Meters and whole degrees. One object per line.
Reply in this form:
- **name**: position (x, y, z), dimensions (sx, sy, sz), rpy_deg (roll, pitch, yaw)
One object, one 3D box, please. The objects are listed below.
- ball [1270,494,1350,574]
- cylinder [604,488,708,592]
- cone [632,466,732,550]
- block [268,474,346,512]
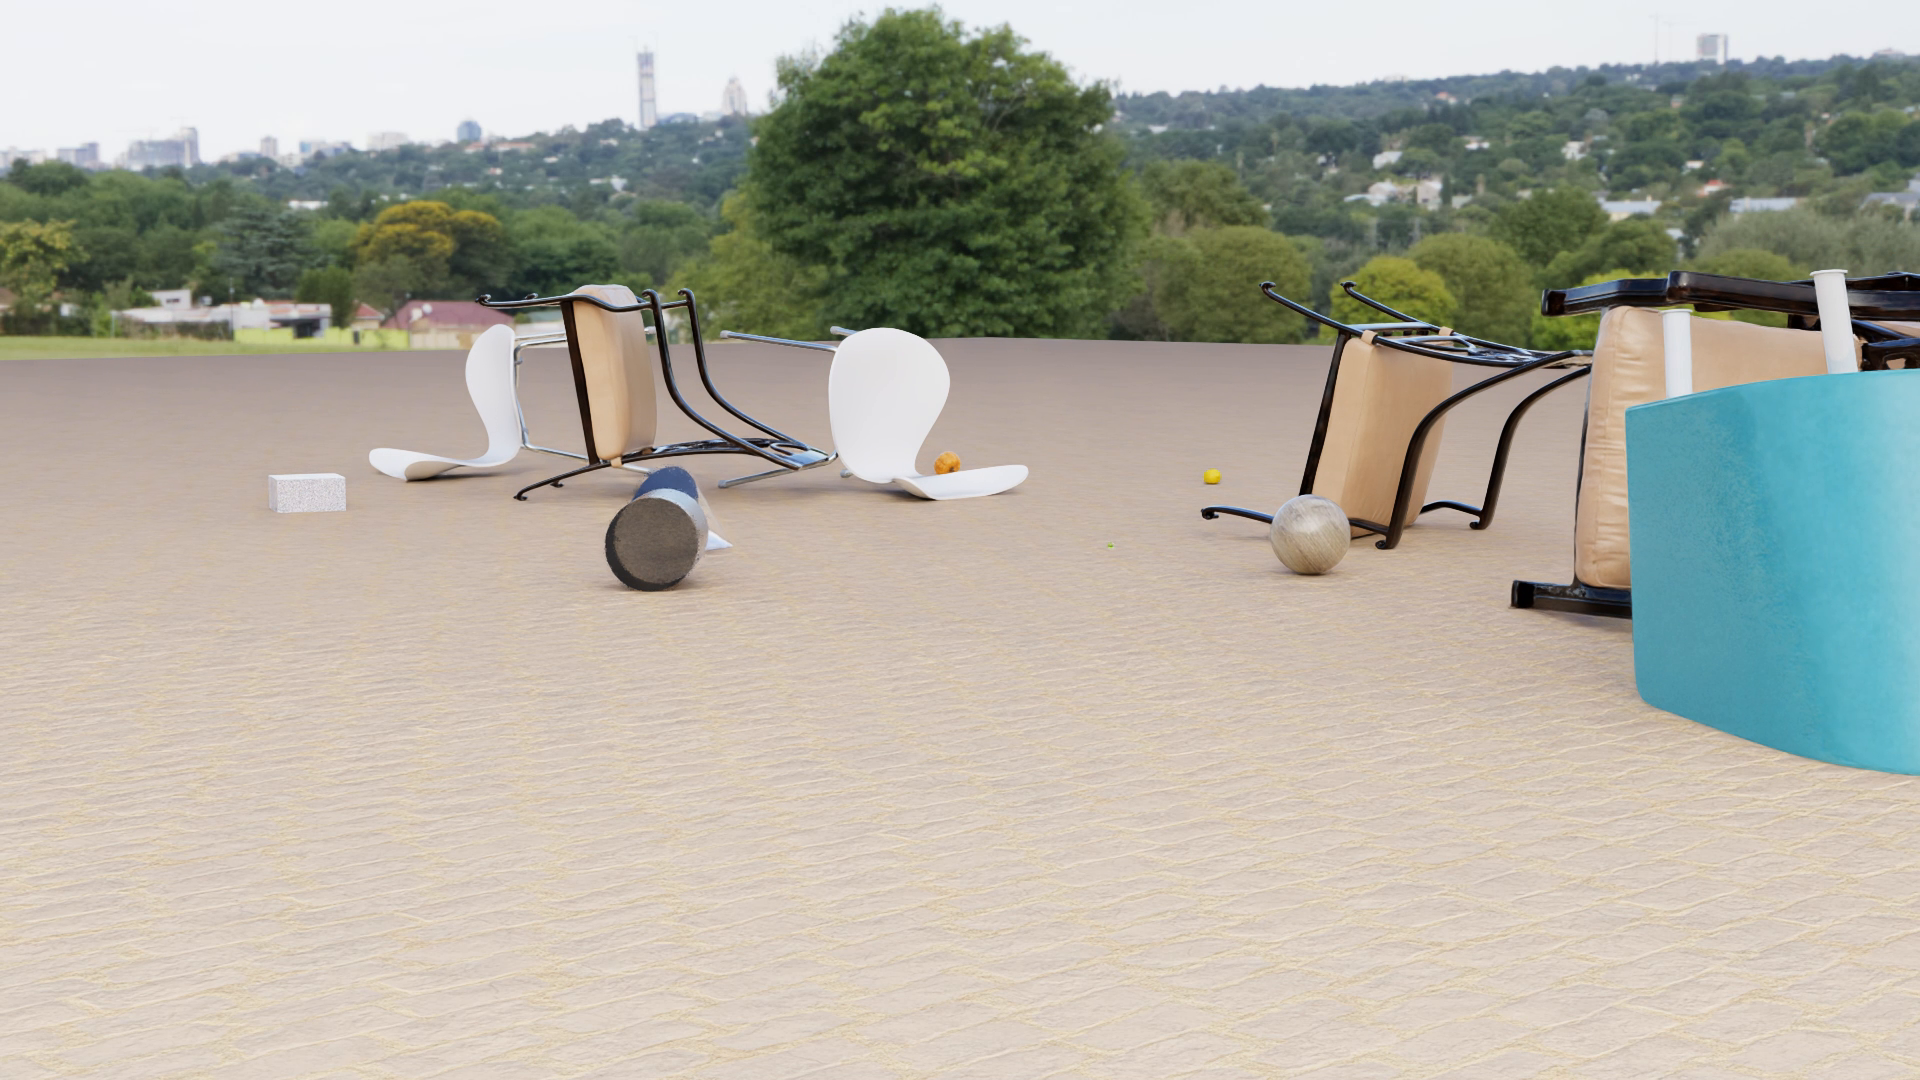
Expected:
- **ball**: position (0.774, -0.012, 5.665), dimensions (0.177, 0.177, 0.177), rpy_deg (0, 6, 0)
- **cylinder**: position (-0.643, -0.002, 5.460), dimensions (0.192, 0.201, 0.223), rpy_deg (32, 5, -3)
- **cone**: position (-0.626, -0.025, 6.145), dimensions (0.203, 0.225, 0.286), rpy_deg (15, -8, 35)
- **block**: position (-1.847, -0.133, 7.255), dimensions (0.187, 0.093, 0.175), rpy_deg (-2, 6, -22)
